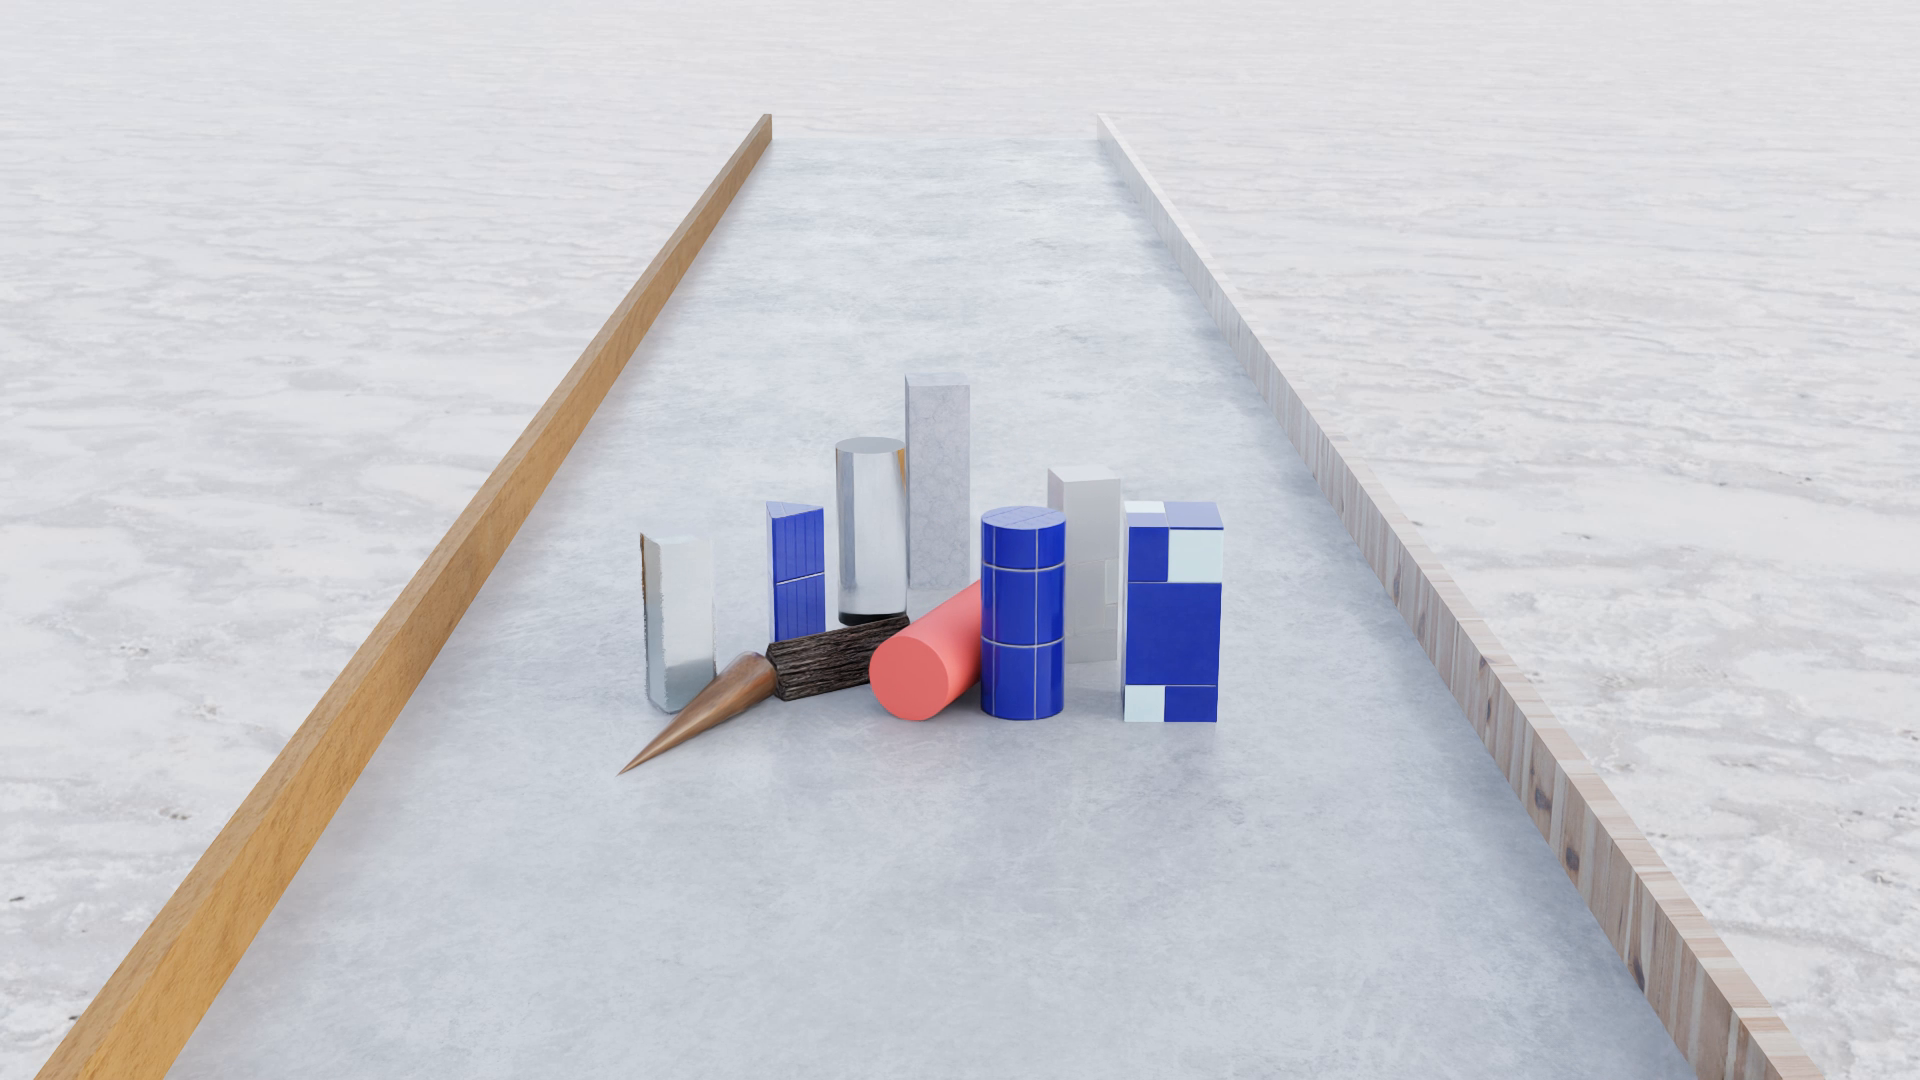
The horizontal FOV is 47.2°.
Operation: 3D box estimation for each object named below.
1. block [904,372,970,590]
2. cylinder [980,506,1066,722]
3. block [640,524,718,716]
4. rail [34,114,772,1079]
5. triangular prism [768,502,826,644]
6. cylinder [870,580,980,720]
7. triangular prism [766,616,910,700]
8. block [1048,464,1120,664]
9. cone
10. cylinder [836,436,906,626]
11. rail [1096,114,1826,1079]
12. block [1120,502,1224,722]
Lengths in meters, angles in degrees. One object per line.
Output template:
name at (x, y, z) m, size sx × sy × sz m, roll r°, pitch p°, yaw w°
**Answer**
block at (-0.050, -0.131, 4.861) m, size 0.132 × 0.460 × 0.132 m, roll -2°, pitch 17°, yaw -5°
cylinder at (0.118, 0.137, 4.114) m, size 0.158 × 0.372 × 0.158 m, roll 0°, pitch 16°, yaw 0°
block at (-0.528, 0.150, 4.139) m, size 0.103 × 0.332 × 0.103 m, roll -9°, pitch 19°, yaw -28°
rail at (-1.118, -0.838, 7.780) m, size 0.050 × 0.150 × 12.000 m, roll 0°, pitch 17°, yaw -1°
triangular prism at (-0.352, 0.082, 4.410) m, size 0.123 × 0.309 × 0.107 m, roll -14°, pitch 21°, yaw -38°
cylinder at (-0.002, 0.200, 4.265) m, size 0.165 × 0.165 × 0.441 m, roll 8°, pitch 18°, yaw 24°
triangular prism at (-0.234, 0.221, 4.299) m, size 0.311 × 0.099 × 0.114 m, roll -11°, pitch 19°, yaw -32°
block at (0.245, 0.048, 4.403) m, size 0.116 × 0.377 × 0.116 m, roll -4°, pitch 17°, yaw -13°
cone at (-0.497, 0.336, 4.009) m, size 0.101 × 0.101 × 0.442 m, roll 9°, pitch 25°, yaw 28°
cylinder at (-0.186, -0.016, 4.617) m, size 0.147 × 0.378 × 0.147 m, roll 0°, pitch 17°, yaw 0°
rail at (0.932, -0.844, 7.801) m, size 0.050 × 0.150 × 12.000 m, roll 0°, pitch 17°, yaw -1°
block at (0.394, 0.133, 4.118) m, size 0.172 × 0.378 × 0.172 m, roll 0°, pitch 17°, yaw 1°
